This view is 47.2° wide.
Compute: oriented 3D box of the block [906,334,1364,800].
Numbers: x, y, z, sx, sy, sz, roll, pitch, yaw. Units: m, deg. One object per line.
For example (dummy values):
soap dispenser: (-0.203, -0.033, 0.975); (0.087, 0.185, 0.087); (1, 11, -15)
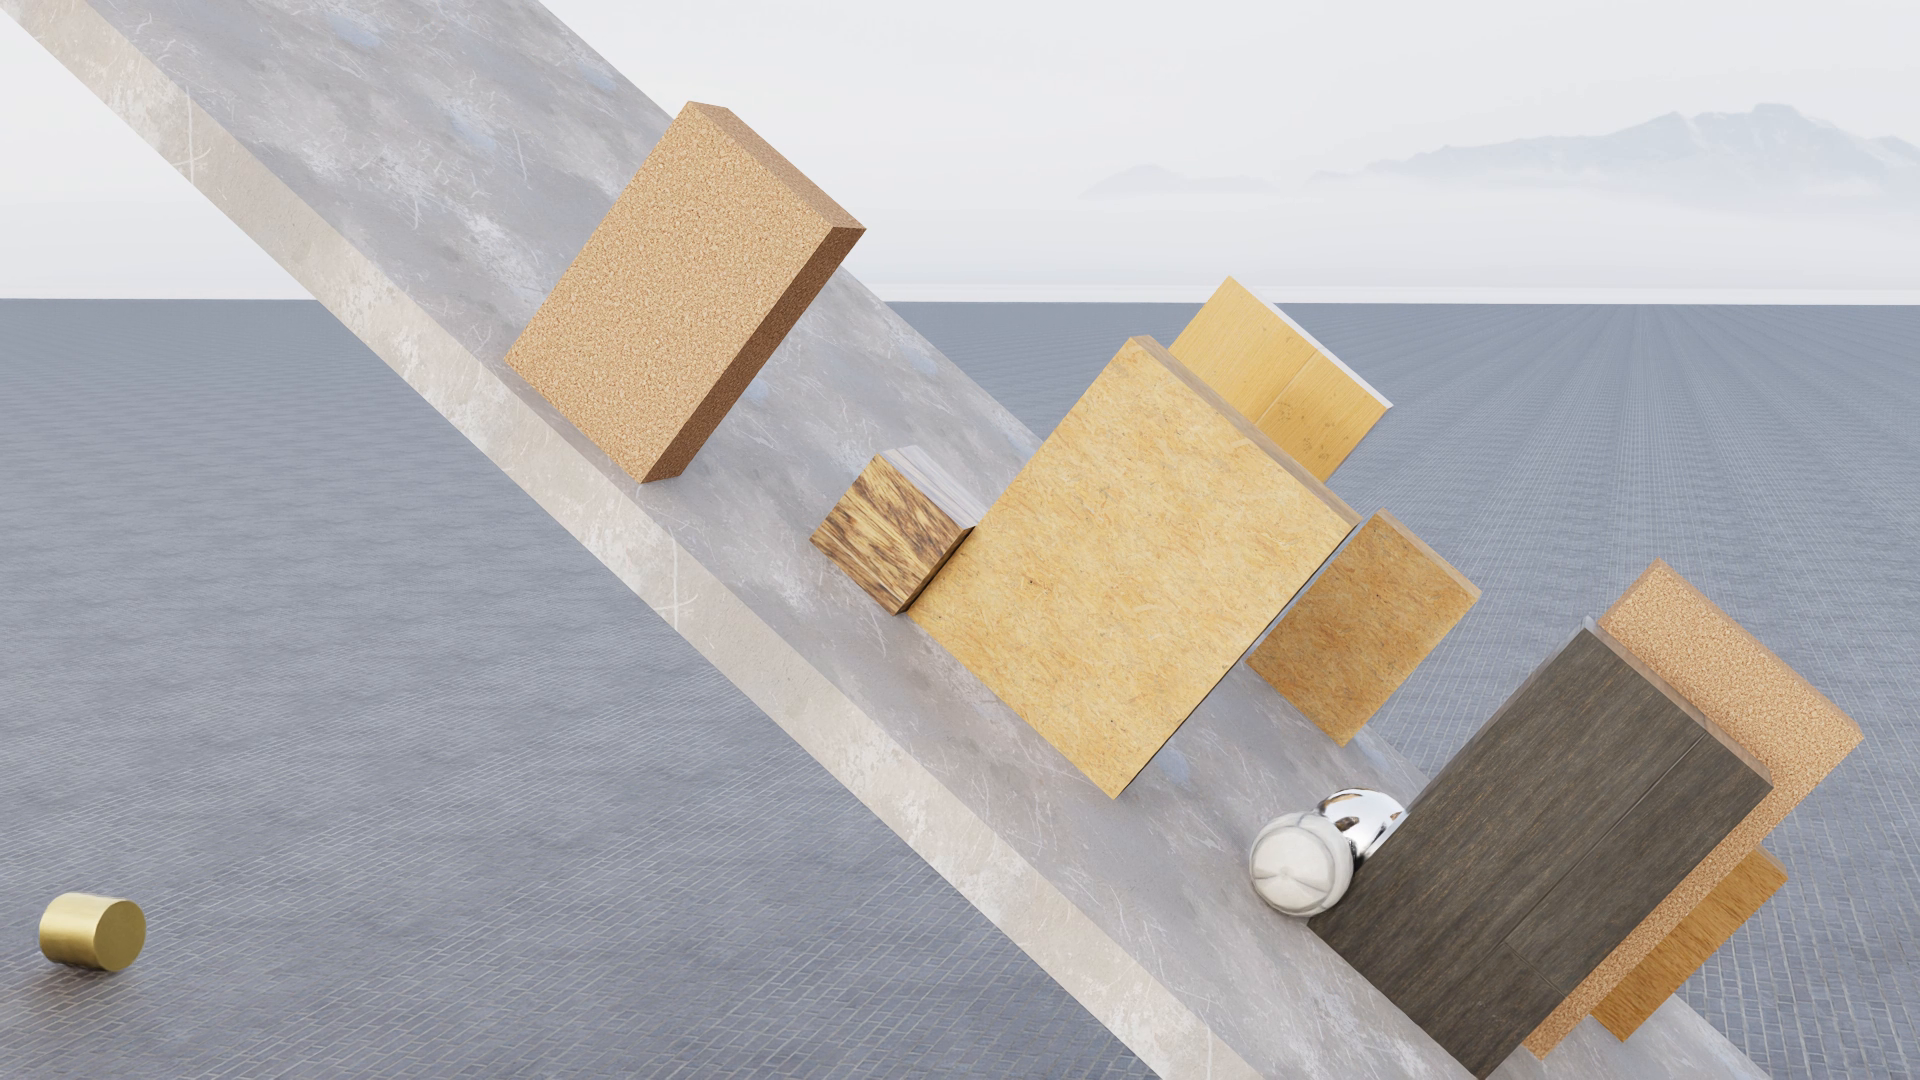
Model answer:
block: (0.268, 0.041, 3.440); (0.441, 0.567, 0.136); (42, 16, 9)

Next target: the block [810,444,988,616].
block: (-0.088, -0.018, 3.512); (0.182, 0.182, 0.182); (42, 16, 9)

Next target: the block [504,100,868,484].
block: (-0.403, -0.358, 3.210); (0.280, 0.476, 0.141); (42, 16, 9)

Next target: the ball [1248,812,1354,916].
ball: (0.542, 0.514, 3.495); (0.164, 0.164, 0.164); (0, 7, 0)

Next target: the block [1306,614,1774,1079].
block: (0.910, 0.489, 3.485); (0.364, 0.654, 0.135); (42, 16, 9)

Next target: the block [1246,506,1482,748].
block: (0.841, 0.181, 4.588); (0.269, 0.417, 0.129); (42, 16, 9)

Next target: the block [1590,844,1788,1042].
block: (1.260, 0.652, 4.190); (0.400, 0.443, 0.097); (42, 16, 9)

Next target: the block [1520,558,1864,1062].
block: (1.091, 0.460, 3.751); (0.423, 0.768, 0.126); (42, 16, 9)

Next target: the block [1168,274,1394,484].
block: (0.469, -0.138, 4.231); (0.386, 0.639, 0.109); (42, 16, 9)

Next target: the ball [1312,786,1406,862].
ball: (0.679, 0.517, 3.733); (0.195, 0.195, 0.195); (0, 7, 0)

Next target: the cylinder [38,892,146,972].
cylinder: (-2.321, 1.049, 5.883); (0.189, 0.189, 0.189); (3, 7, 23)

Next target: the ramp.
ramp: (0.000, 0.048, 4.040); (4.000, 0.100, 2.000); (42, 16, 9)
